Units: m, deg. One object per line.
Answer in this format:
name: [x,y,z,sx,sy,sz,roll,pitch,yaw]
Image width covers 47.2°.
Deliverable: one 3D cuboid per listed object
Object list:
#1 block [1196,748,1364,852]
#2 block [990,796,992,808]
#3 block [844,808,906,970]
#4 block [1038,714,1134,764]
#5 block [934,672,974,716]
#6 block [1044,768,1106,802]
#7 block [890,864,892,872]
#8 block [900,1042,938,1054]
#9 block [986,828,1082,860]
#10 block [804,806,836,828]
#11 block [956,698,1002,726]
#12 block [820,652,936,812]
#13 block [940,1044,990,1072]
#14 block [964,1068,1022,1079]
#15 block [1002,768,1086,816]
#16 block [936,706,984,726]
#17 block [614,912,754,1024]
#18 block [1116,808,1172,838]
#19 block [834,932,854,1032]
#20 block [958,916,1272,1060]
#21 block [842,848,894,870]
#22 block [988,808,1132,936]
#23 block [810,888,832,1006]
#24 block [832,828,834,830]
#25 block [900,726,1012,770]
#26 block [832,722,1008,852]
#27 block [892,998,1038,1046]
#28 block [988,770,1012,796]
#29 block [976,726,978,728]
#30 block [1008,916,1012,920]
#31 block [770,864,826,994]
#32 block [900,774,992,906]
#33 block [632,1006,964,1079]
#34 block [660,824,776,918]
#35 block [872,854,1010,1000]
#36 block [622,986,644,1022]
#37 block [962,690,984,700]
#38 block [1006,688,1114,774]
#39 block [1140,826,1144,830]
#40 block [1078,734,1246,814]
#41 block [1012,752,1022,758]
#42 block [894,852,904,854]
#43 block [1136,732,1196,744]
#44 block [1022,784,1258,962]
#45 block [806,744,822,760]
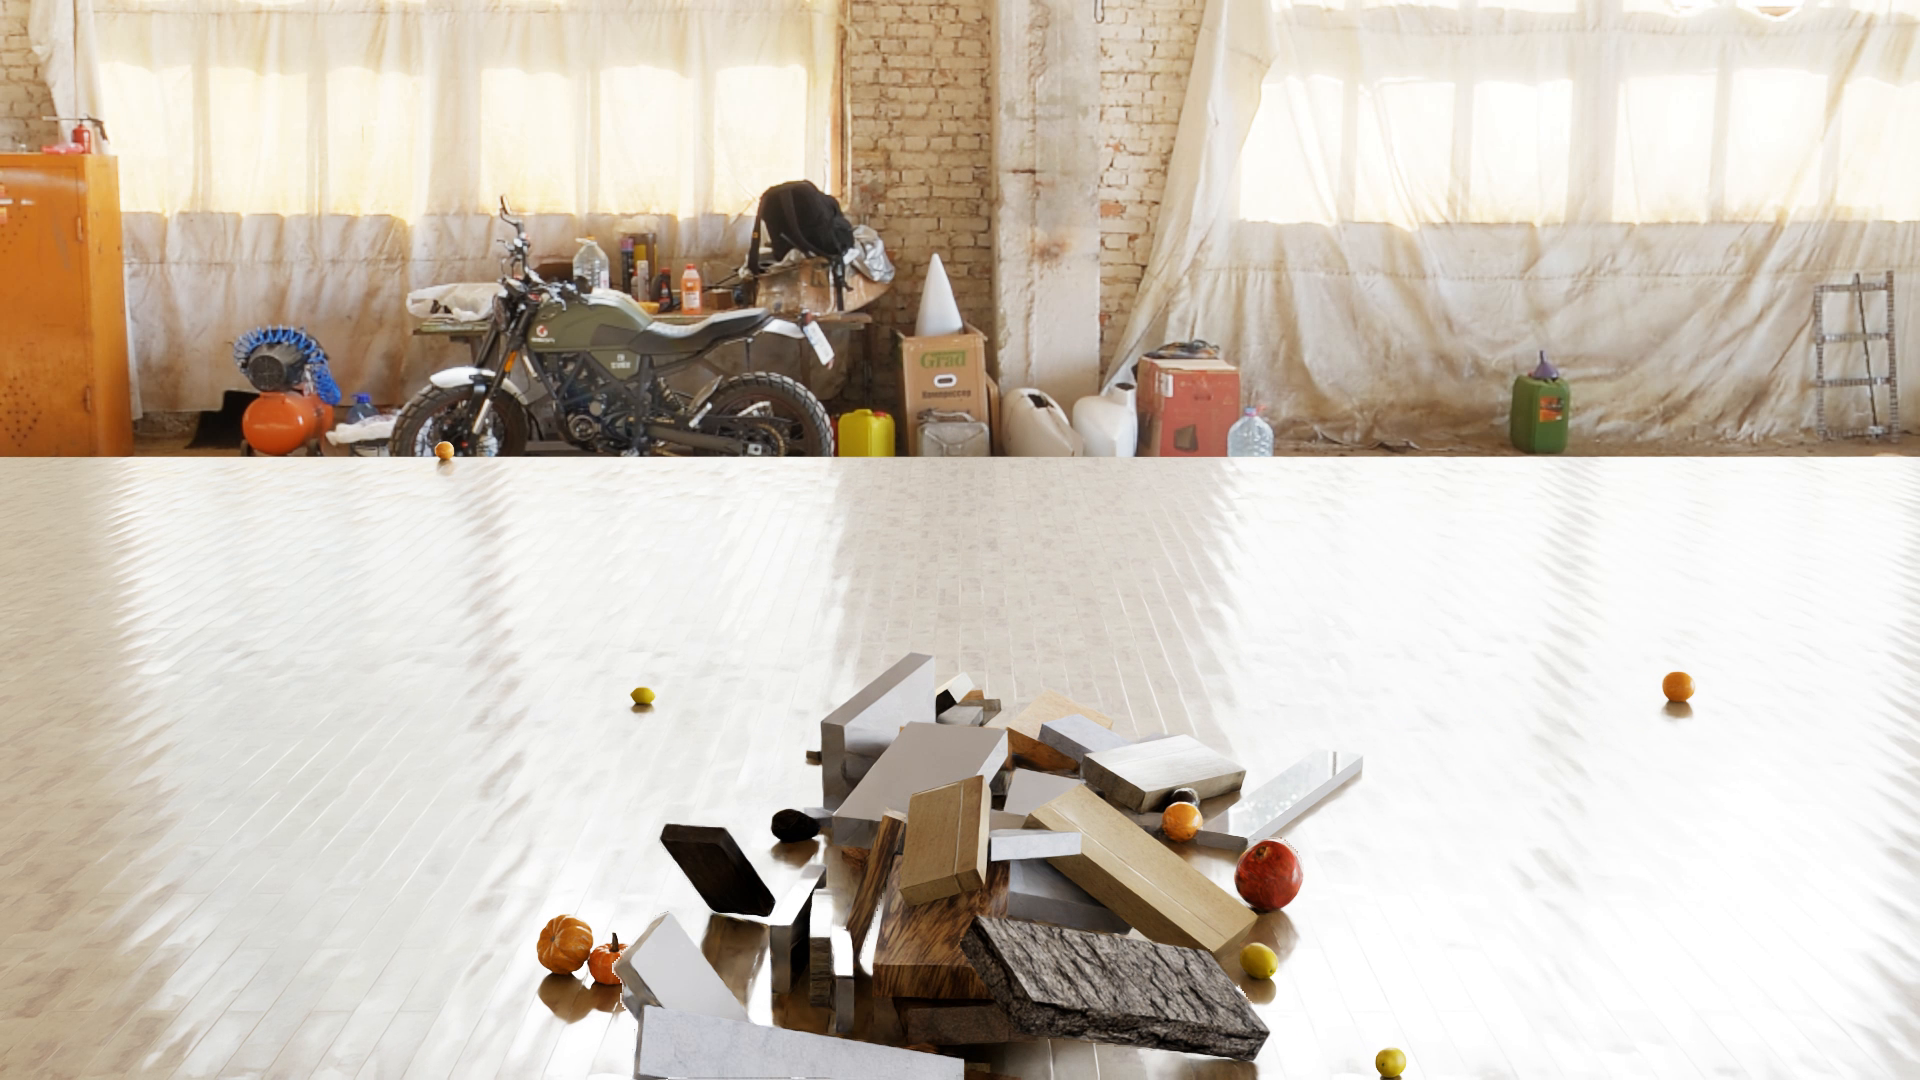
block: [0.614,0.486,4.155,0.096,0.027,0.601,6,12,29]
block: [-0.011,0.475,3.958,0.118,0.033,0.236,1,-7,6]
block: [-0.135,0.526,3.330,0.033,0.232,0.116,19,-2,1]
block: [0.289,0.417,4.303,0.250,0.035,0.125,27,21,33]
block: [-0.095,0.358,4.413,0.250,0.035,0.125,-34,2,20]
block: [0.207,0.476,4.222,0.080,0.023,0.159,-5,12,-24]
block: [-0.034,0.524,3.502,0.101,0.029,0.202,-2,-4,15]
block: [-0.113,0.703,2.826,0.171,0.085,0.024,-4,11,-21]
block: [0.069,0.455,3.290,0.116,0.033,0.232,-2,-5,37]
block: [-0.222,0.510,4.051,0.131,0.018,0.065,-1,11,-6]
block: [0.024,0.364,4.614,0.090,0.026,0.180,-2,-14,-12]
block: [-0.151,0.361,4.162,0.050,0.178,0.356,9,22,25]
block: [0.005,0.702,3.018,0.059,0.017,0.118,-1,11,-5]
block: [0.017,0.722,2.911,0.118,0.017,0.059,4,11,22]
block: [0.134,0.487,3.761,0.125,0.035,0.360,11,18,5]
block: [-0.016,0.369,4.426,0.090,0.025,0.180,2,11,12]
block: [-0.320,0.614,2.784,0.030,0.280,0.105,-28,12,34]
block: [0.288,0.513,4.022,0.184,0.023,0.080,4,11,23]
block: [-0.168,0.637,3.180,0.024,0.086,0.171,-1,11,-4]
block: [0.211,0.604,2.957,0.412,0.050,0.177,15,21,-33]
block: [-0.134,0.548,3.843,0.131,0.018,0.065,-7,13,-33]
block: [0.103,0.510,3.436,0.355,0.050,0.177,15,33,-29]
block: [-0.207,0.607,3.289,0.030,0.105,0.210,0,10,-2]
block: [-0.170,0.502,4.007,0.065,0.018,0.131,16,27,30]
block: [-0.004,0.390,4.086,0.178,0.050,0.356,1,-10,5]
block: [-0.060,0.409,3.677,0.178,0.050,0.427,4,17,15]
block: [0.001,0.642,3.063,0.172,0.049,0.344,-1,-1,-6]
block: [0.012,0.448,4.072,0.156,0.044,0.312,1,-6,3]
block: [-0.021,0.399,4.424,0.118,0.033,0.236,0,11,0]
block: [-0.002,0.598,3.259,0.172,0.049,0.344,-1,-2,-3]
block: [-0.246,0.592,3.361,0.031,0.108,0.266,2,11,8]
block: [-0.020,0.431,3.173,0.116,0.033,0.232,-17,26,12]
block: [-0.195,0.659,2.739,0.429,0.086,0.024,15,-35,-21]
block: [-0.383,0.526,3.495,0.108,0.216,0.031,1,50,24]
block: [-0.021,0.540,3.096,0.172,0.049,0.344,1,17,3]
block: [-0.360,0.639,2.828,0.030,0.210,0.105,-28,16,7]
block: [-0.031,0.354,4.673,0.090,0.026,0.180,-6,-12,-30]
block: [0.200,0.391,4.472,0.156,0.044,0.312,25,16,12]
block: [0.270,0.538,3.886,0.080,0.023,0.159,3,11,16]
block: [0.387,0.441,4.174,0.156,0.044,0.312,29,22,38]
block: [0.152,0.412,4.550,0.096,0.027,0.193,2,11,9]
block: [-0.032,0.516,3.697,0.132,0.037,0.264,1,-12,7]
block: [0.397,0.431,4.450,0.096,0.027,0.193,5,12,27]
block: [0.277,0.526,3.433,0.355,0.050,0.177,36,25,20]
block: [-0.250,0.434,4.467,0.113,0.016,0.057,5,12,25]
